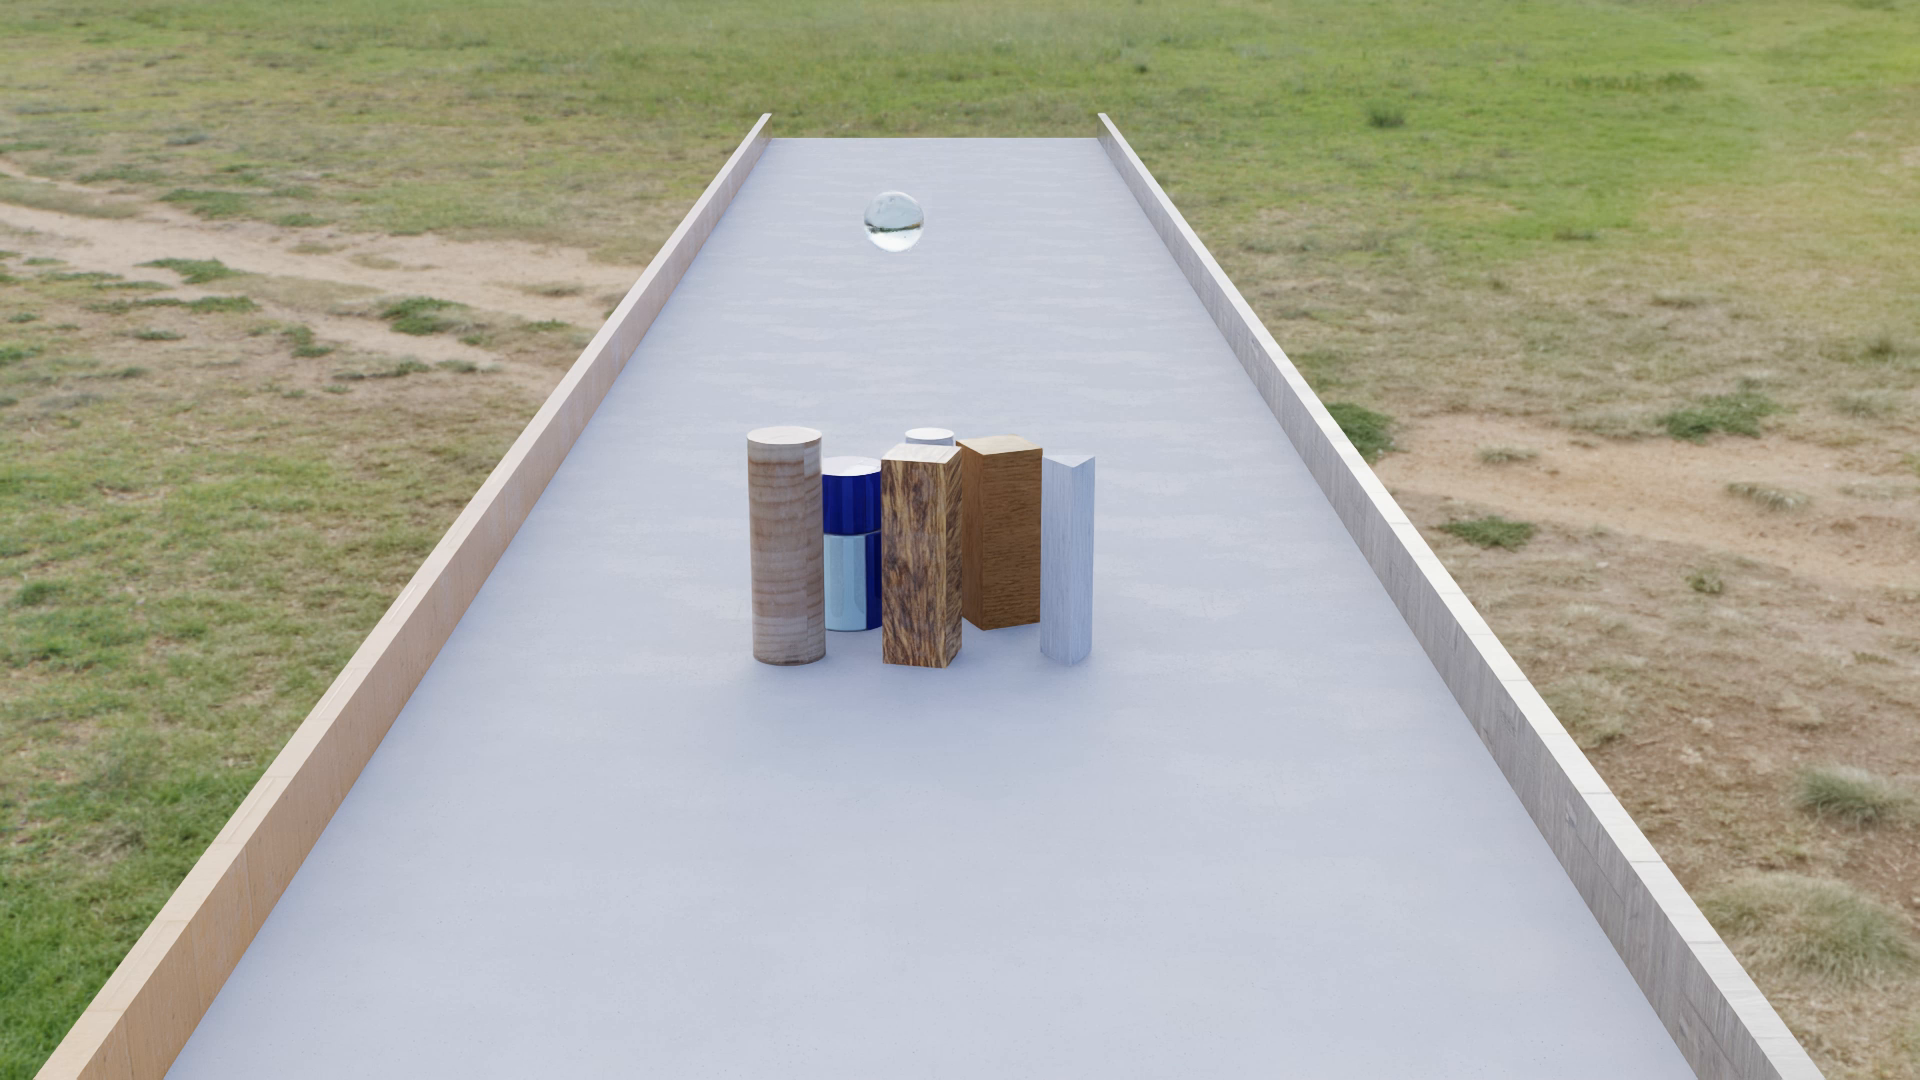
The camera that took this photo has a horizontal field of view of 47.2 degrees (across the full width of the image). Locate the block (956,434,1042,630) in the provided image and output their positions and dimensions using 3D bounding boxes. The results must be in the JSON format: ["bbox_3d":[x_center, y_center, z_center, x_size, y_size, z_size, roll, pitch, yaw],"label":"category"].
[{"bbox_3d":[0.081,-0.018,4.622,0.136,0.379,0.136,-7,18,-23],"label":"block"}]

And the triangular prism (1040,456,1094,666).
[{"bbox_3d":[0.229,0.035,4.391,0.090,0.409,0.104,-11,20,-32],"label":"triangular prism"}]

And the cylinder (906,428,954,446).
[{"bbox_3d":[-0.067,-0.075,4.894,0.107,0.333,0.107,0,17,0],"label":"cylinder"}]

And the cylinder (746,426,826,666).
[{"bbox_3d":[-0.345,0.012,4.387,0.147,0.456,0.147,0,17,0],"label":"cylinder"}]

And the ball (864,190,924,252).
[{"bbox_3d":[-0.280,-1.347,9.303,0.259,0.259,0.259,0,17,0],"label":"ball"}]

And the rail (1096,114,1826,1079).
[{"bbox_3d":[0.932,-0.844,7.801,0.050,0.150,12.000,0,17,-1],"label":"rail"}]

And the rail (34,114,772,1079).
[{"bbox_3d":[-1.118,-0.838,7.780,0.050,0.150,12.000,0,17,-1],"label":"rail"}]

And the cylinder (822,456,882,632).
[{"bbox_3d":[-0.234,0.008,4.610,0.161,0.337,0.161,0,17,0],"label":"cylinder"}]

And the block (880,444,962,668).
[{"bbox_3d":[-0.075,0.031,4.383,0.130,0.422,0.130,4,17,13],"label":"block"}]
